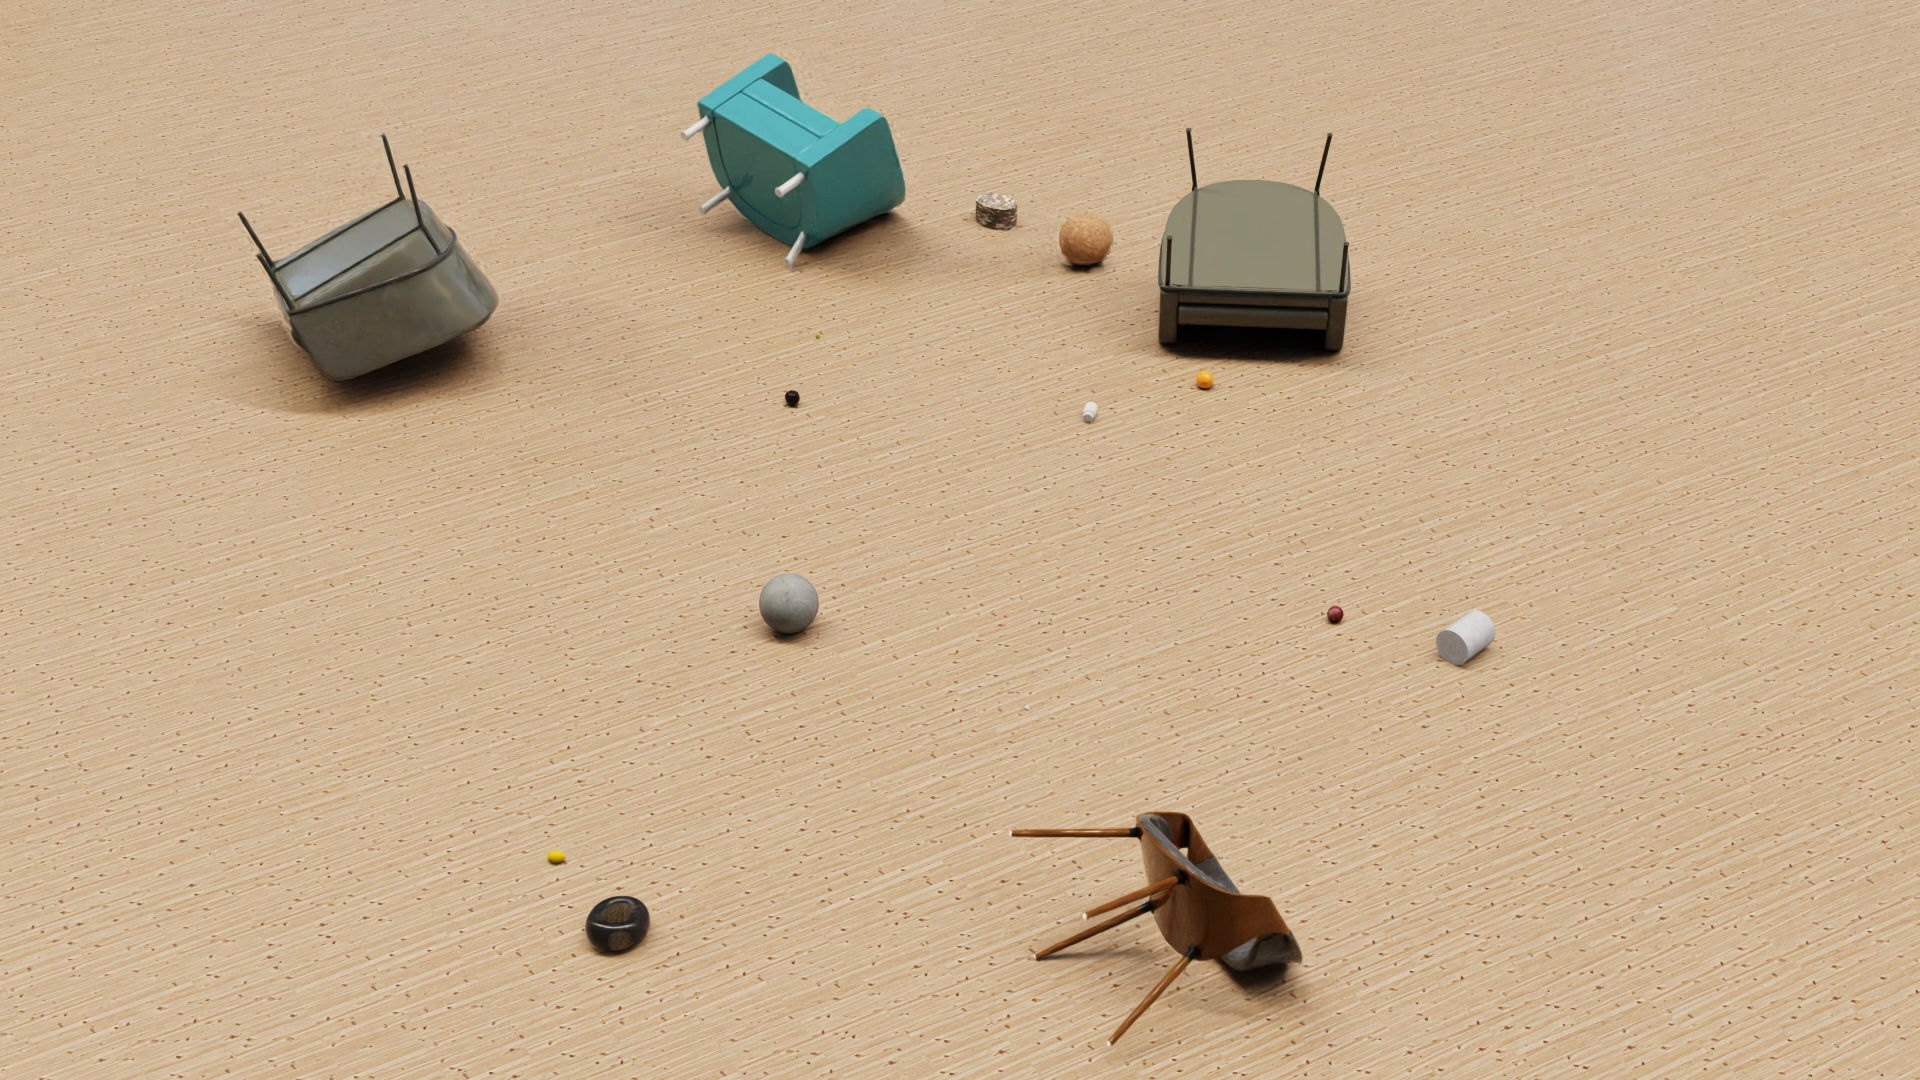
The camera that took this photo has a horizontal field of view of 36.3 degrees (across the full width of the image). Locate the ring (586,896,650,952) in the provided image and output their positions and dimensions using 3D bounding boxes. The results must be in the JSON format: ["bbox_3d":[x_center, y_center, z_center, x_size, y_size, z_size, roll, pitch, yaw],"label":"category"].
[{"bbox_3d":[-1.056,1.186,9.051,0.183,0.105,0.212,30,42,35],"label":"ring"}]

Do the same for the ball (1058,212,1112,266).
[{"bbox_3d":[0.542,-1.305,12.718,0.228,0.228,0.228,0,33,0],"label":"ball"}]

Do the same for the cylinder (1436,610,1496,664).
[{"bbox_3d":[1.777,0.343,10.302,0.166,0.136,0.136,-30,16,-37],"label":"cylinder"}]

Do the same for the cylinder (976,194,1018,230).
[{"bbox_3d":[0.162,-1.462,13.068,0.201,0.105,0.135,19,38,27],"label":"cylinder"}]

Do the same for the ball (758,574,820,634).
[{"bbox_3d":[-0.607,0.225,10.409,0.213,0.213,0.213,0,33,0],"label":"ball"}]
